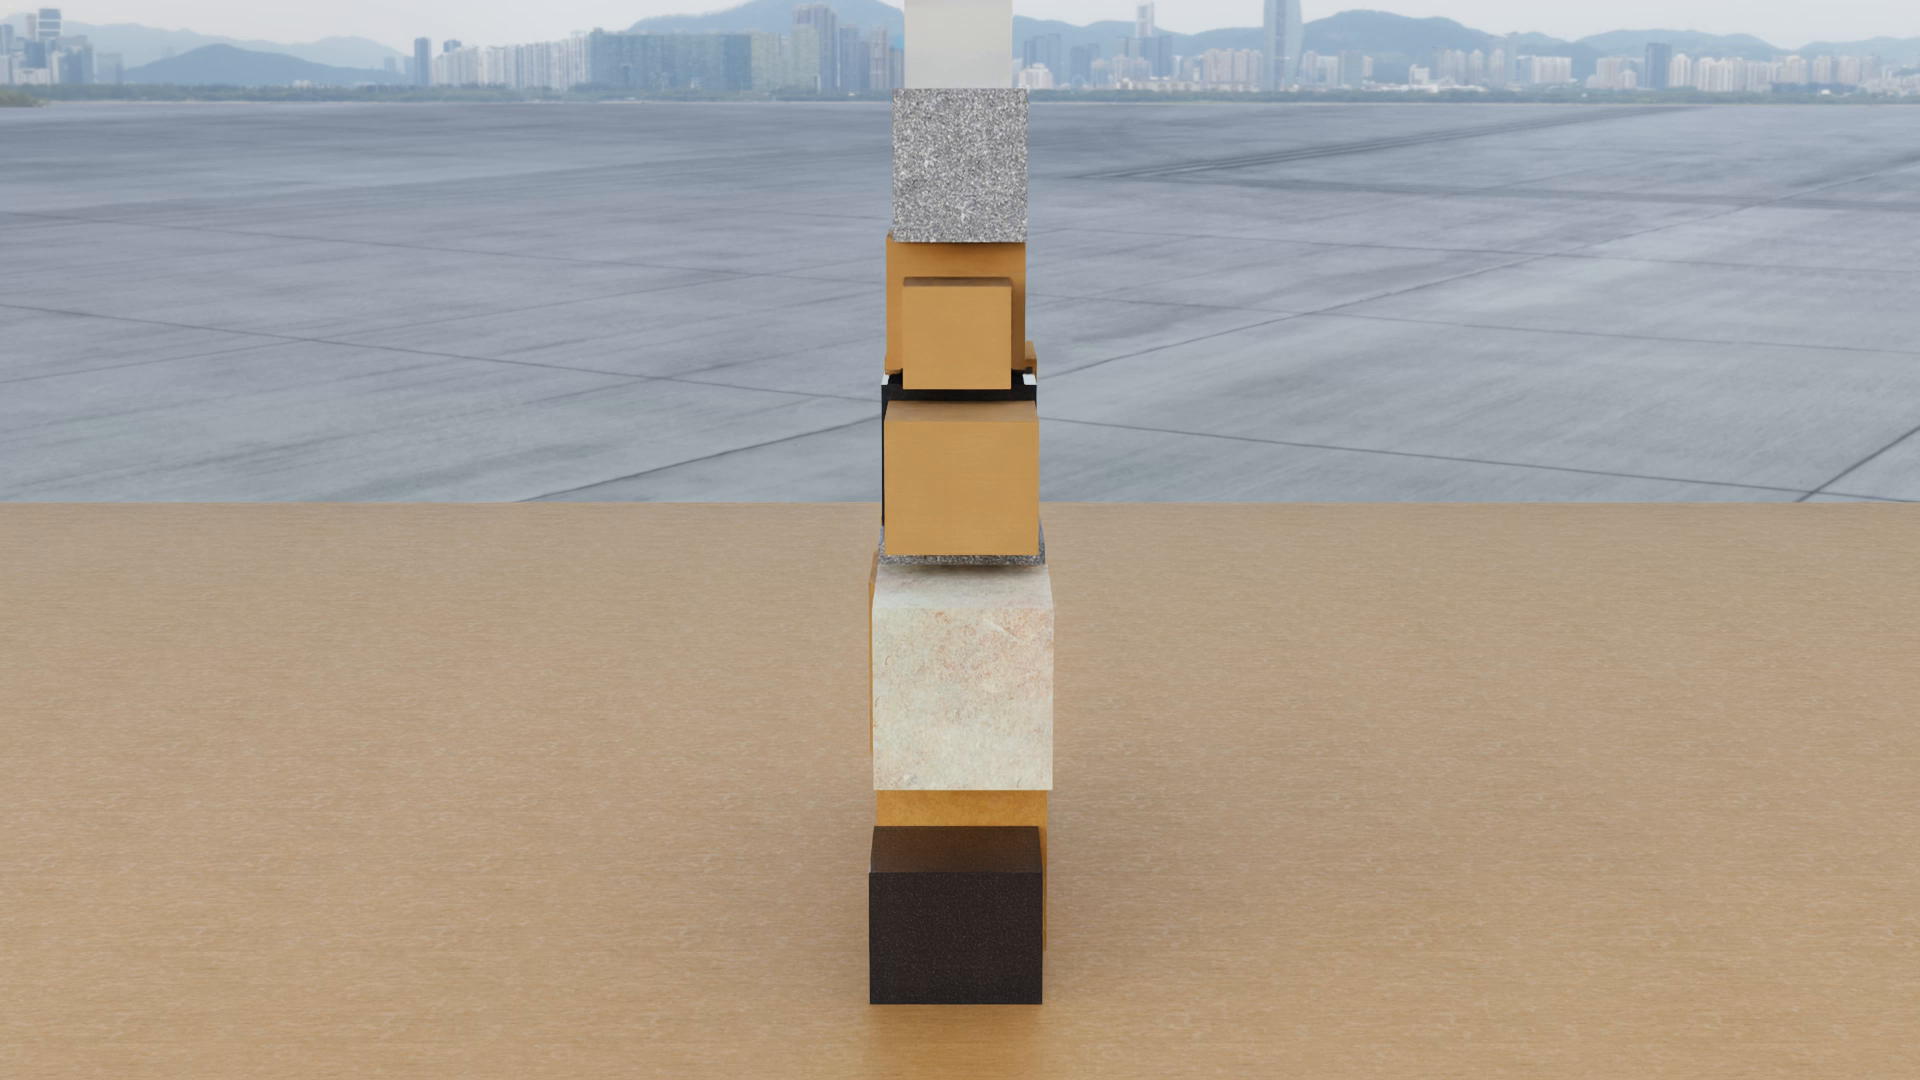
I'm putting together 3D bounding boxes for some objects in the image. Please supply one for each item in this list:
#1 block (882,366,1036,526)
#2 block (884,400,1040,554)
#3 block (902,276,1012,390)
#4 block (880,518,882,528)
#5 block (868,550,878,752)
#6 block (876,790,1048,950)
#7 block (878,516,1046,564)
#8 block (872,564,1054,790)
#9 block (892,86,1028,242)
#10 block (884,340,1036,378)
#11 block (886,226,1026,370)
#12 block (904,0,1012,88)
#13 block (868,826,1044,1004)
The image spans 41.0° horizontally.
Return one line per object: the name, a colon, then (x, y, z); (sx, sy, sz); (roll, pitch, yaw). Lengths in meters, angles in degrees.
block: (-0.004, -0.411, 11.050); (0.646, 0.599, 0.656); (0, 10, 0)
block: (0.006, -0.261, 10.407); (0.607, 0.532, 0.648); (0, 10, 0)
block: (-0.013, -0.868, 10.704); (0.443, 0.422, 0.441); (0, 11, 0)
block: (-0.003, 0.181, 12.314); (0.725, 0.721, 0.862); (0, 11, 0)
block: (-0.016, 0.487, 11.541); (0.758, 0.754, 0.755); (0, 10, 0)
block: (0.008, 1.198, 10.672); (0.685, 0.825, 0.676); (0, 10, 0)
block: (0.007, 0.350, 10.784); (0.675, 0.804, 0.666); (0, 10, 0)
block: (0.011, 0.526, 10.084); (0.684, 0.717, 0.722); (0, 13, 0)
block: (0.000, -1.600, 10.863); (0.554, 0.625, 0.632); (0, 11, 0)
block: (0.003, -0.481, 11.757); (0.672, 0.787, 0.752); (0, 11, 0)
block: (-0.017, -1.061, 11.199); (0.590, 0.563, 0.606); (0, 11, 0)
block: (-0.007, -2.135, 10.758); (0.444, 0.465, 0.402); (0, 11, 0)
block: (-0.015, 1.462, 10.057); (0.660, 0.525, 0.610); (0, 10, 0)
